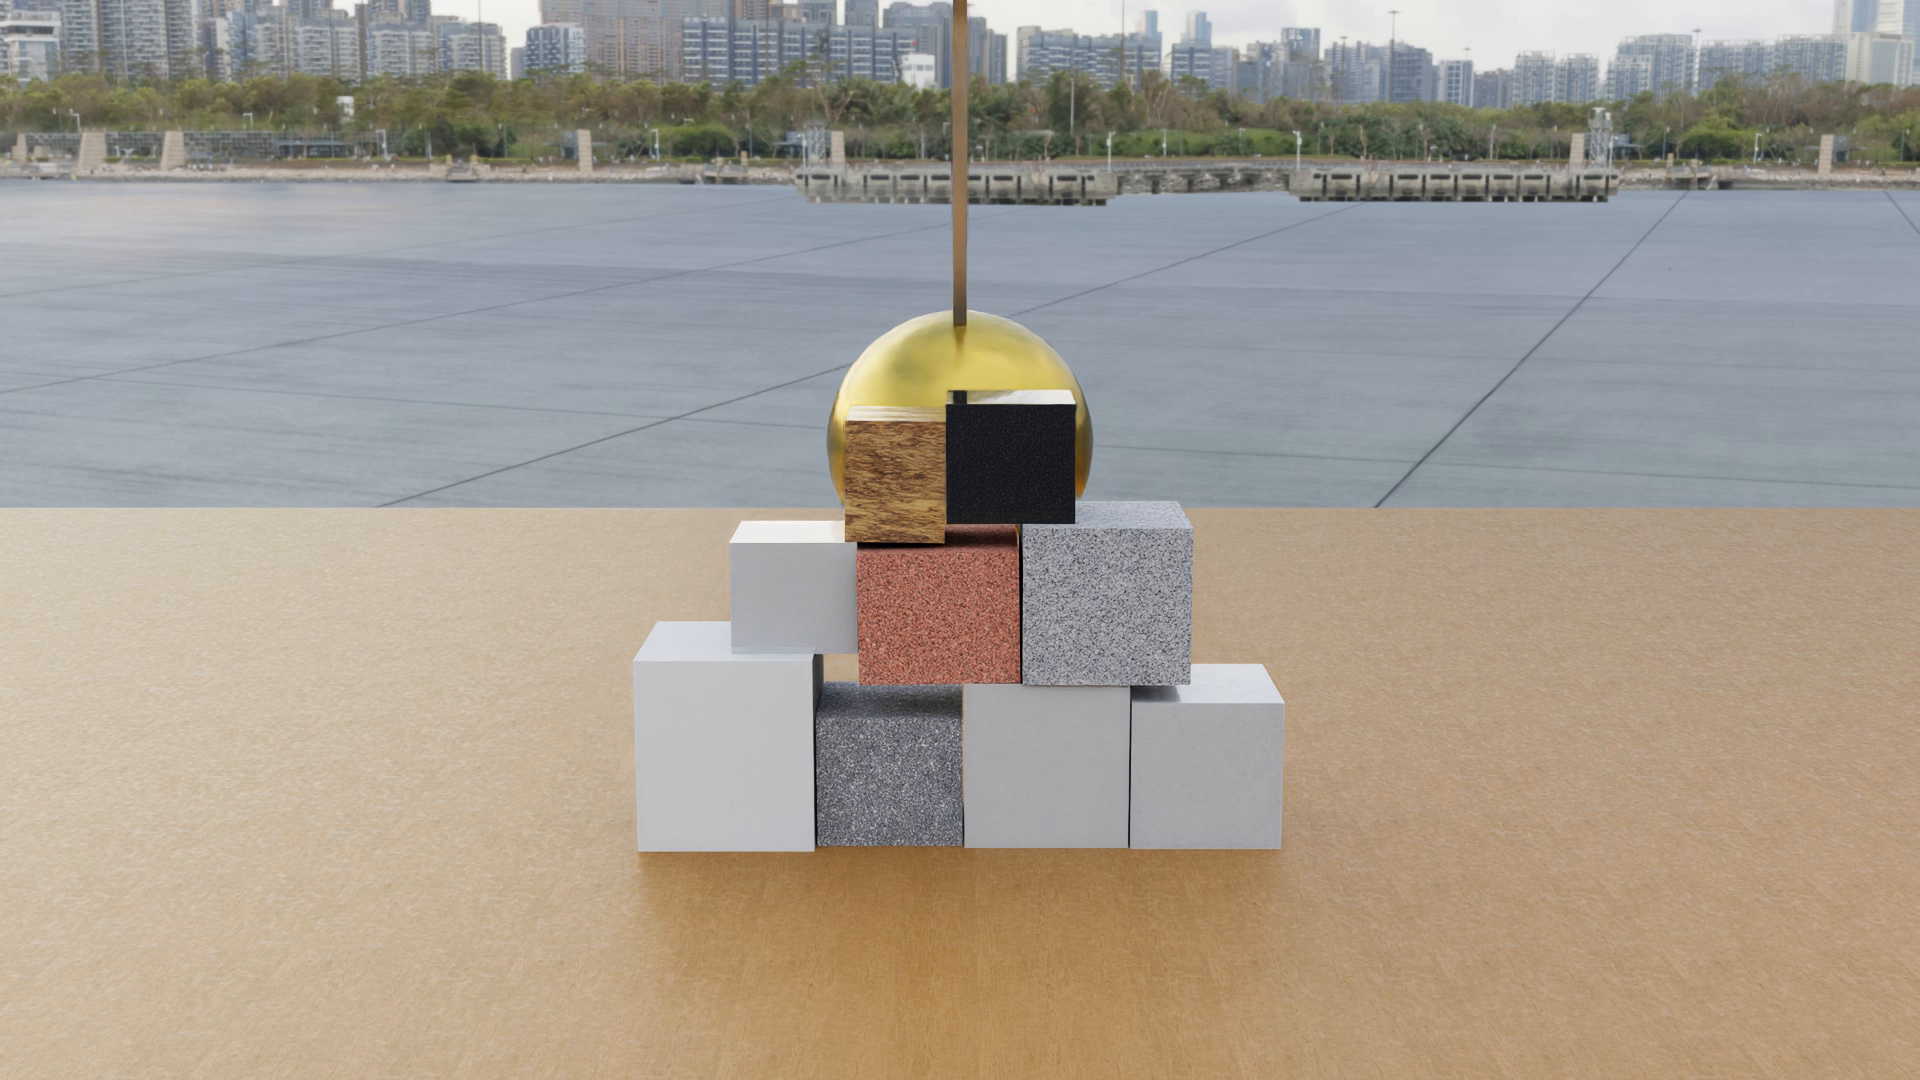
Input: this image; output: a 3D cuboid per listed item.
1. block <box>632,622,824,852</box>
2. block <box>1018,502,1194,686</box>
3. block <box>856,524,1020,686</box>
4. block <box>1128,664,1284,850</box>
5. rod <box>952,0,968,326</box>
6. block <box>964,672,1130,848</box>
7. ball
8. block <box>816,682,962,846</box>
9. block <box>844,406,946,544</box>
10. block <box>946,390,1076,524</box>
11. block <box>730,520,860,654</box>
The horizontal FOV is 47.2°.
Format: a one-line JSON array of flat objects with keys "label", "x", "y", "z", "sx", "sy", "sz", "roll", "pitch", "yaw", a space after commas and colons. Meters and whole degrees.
[{"label": "block", "x": -1.170, "y": 0.996, "z": 11.354, "sx": 0.882, "sy": 0.978, "sz": 0.904, "roll": 0, "pitch": 10, "yaw": 0}, {"label": "block", "x": 0.725, "y": 0.256, "z": 11.209, "sx": 0.830, "sy": 0.786, "sz": 0.829, "roll": 0, "pitch": 10, "yaw": 0}, {"label": "block", "x": -0.105, "y": 0.319, "z": 11.230, "sx": 0.798, "sy": 0.659, "sz": 0.789, "roll": -1, "pitch": 10, "yaw": 0}, {"label": "block", "x": 1.232, "y": 1.105, "z": 11.375, "sx": 0.757, "sy": 0.755, "sz": 0.829, "roll": 0, "pitch": 10, "yaw": 0}, {"label": "rod", "x": 0.000, "y": -3.505, "z": 11.457, "sx": 0.080, "sy": 5.200, "sz": 0.080, "roll": 0, "pitch": 31, "yaw": 0}, {"label": "block", "x": 0.433, "y": 1.060, "z": 11.363, "sx": 0.821, "sy": 0.849, "sz": 0.790, "roll": 0, "pitch": 10, "yaw": 0}, {"label": "ball", "x": 0.000, "y": -0.576, "z": 13.184, "sx": 1.600, "sy": 1.600, "sz": 1.600, "roll": 0, "pitch": 10, "yaw": 0}, {"label": "block", "x": -0.353, "y": 1.148, "z": 11.406, "sx": 0.732, "sy": 0.661, "sz": 0.771, "roll": 0, "pitch": 10, "yaw": 0}, {"label": "block", "x": -0.319, "y": -0.338, "z": 11.117, "sx": 0.493, "sy": 0.606, "sz": 0.584, "roll": 1, "pitch": 10, "yaw": 0}, {"label": "block", "x": 0.251, "y": -0.426, "z": 11.106, "sx": 0.636, "sy": 0.595, "sz": 0.619, "roll": 0, "pitch": 10, "yaw": 0}, {"label": "block", "x": -0.825, "y": 0.235, "z": 11.227, "sx": 0.631, "sy": 0.565, "sz": 0.625, "roll": 0, "pitch": 10, "yaw": 0}]
